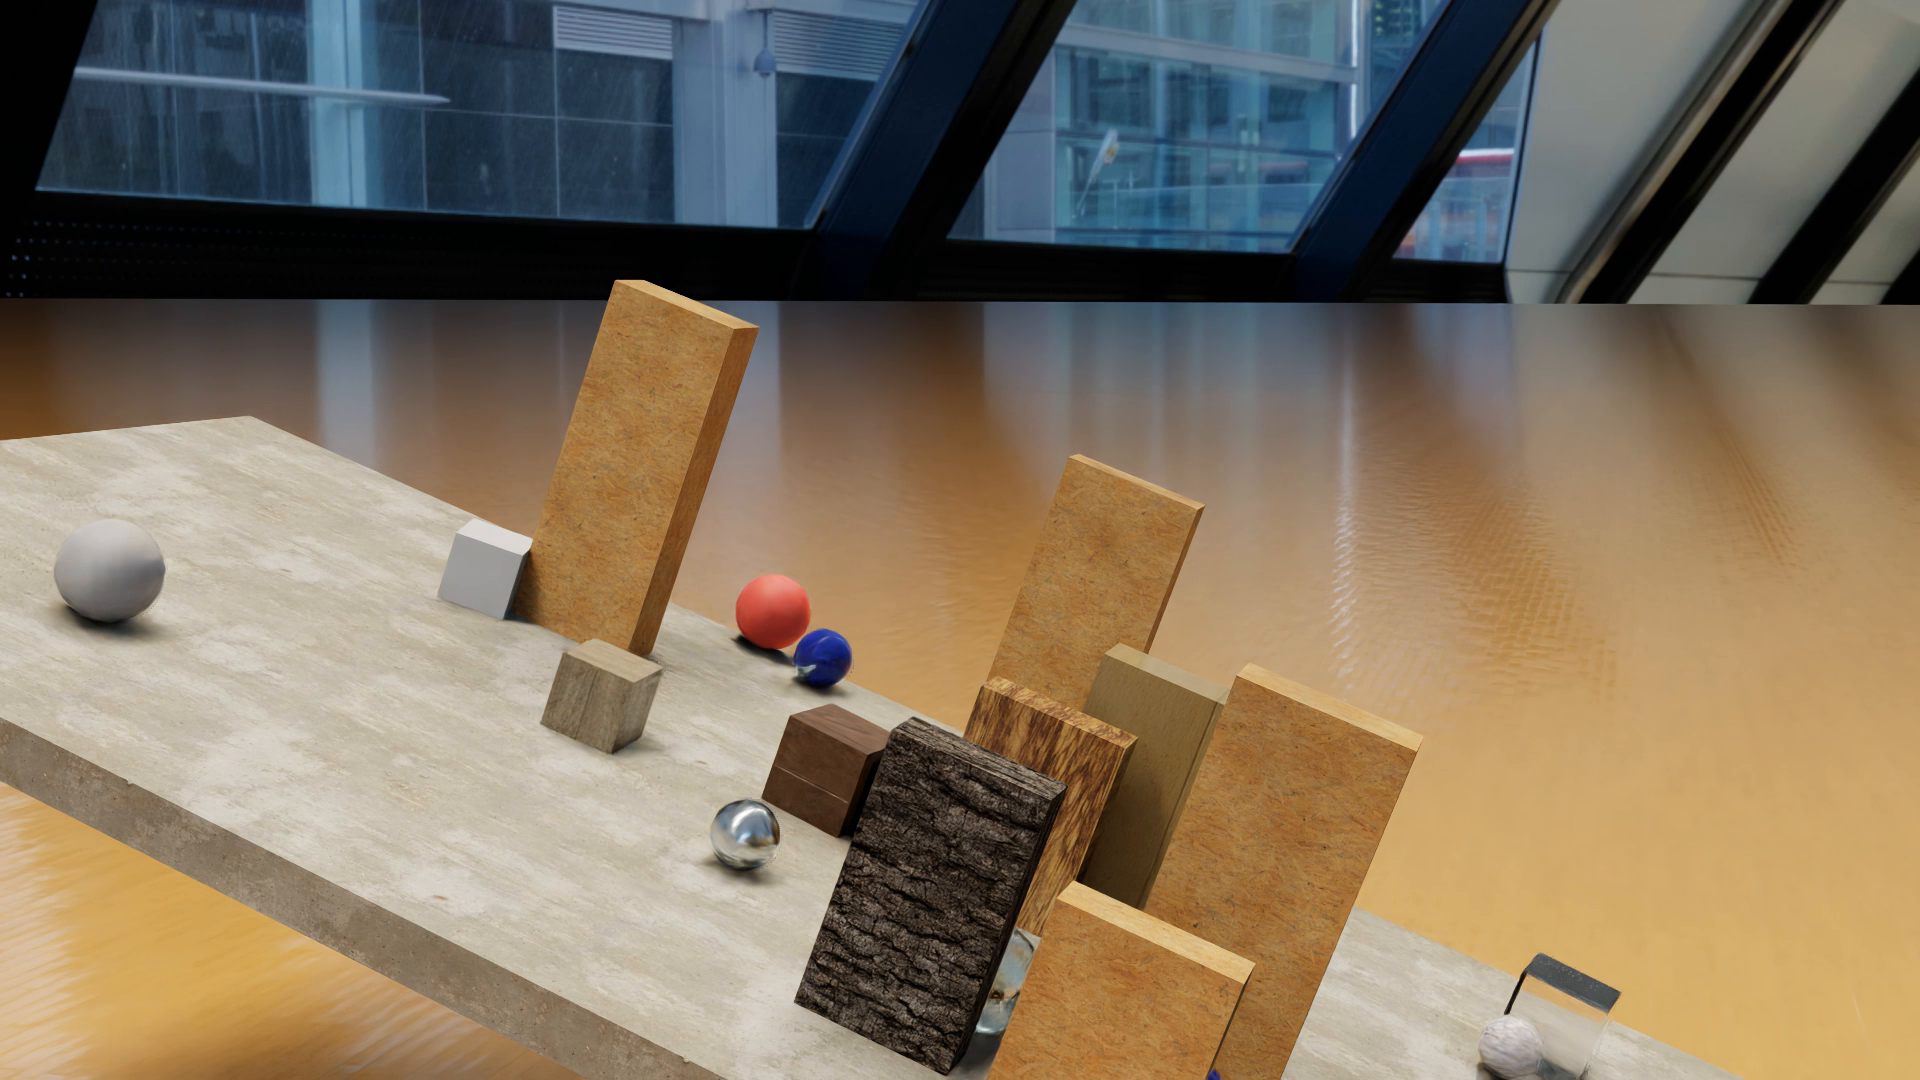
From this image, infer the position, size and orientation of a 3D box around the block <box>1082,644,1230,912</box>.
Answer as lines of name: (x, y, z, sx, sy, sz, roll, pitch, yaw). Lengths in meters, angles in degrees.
block: (0.332, 0.493, 4.266, 0.274, 0.507, 0.133, 23, 13, 13)

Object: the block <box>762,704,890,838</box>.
block: (-0.246, 0.450, 4.318, 0.180, 0.180, 0.180, 25, 13, 21)

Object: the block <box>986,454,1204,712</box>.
block: (0.258, 0.214, 4.800, 0.300, 0.742, 0.086, 23, 13, 13)

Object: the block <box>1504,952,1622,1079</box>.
block: (1.184, 0.956, 4.372, 0.176, 0.176, 0.176, 25, 13, 22)

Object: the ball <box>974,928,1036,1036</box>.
ball: (0.040, 0.715, 3.602, 0.188, 0.188, 0.188, 0, 7, 0)

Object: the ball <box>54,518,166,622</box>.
ball: (-1.541, 0.055, 3.987, 0.188, 0.188, 0.188, 0, 7, 0)

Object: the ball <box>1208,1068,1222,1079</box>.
ball: (0.350, 0.884, 3.465, 0.141, 0.141, 0.141, 0, 7, 0)

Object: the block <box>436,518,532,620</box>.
block: (-1.036, 0.062, 4.828, 0.151, 0.151, 0.151, 19, 12, -2)

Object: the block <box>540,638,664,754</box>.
block: (-0.699, 0.304, 4.302, 0.154, 0.154, 0.154, 22, 13, 10)

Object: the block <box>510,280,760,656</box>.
block: (-0.711, -0.150, 4.790, 0.290, 0.773, 0.142, 23, 13, 13)

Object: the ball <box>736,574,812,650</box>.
ball: (-0.443, 0.170, 5.218, 0.179, 0.179, 0.179, 0, 7, 0)

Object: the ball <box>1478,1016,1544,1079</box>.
ball: (1.057, 0.974, 4.222, 0.122, 0.122, 0.122, 0, 7, 0)

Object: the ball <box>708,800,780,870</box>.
ball: (-0.383, 0.524, 3.910, 0.126, 0.126, 0.126, 0, 7, 0)

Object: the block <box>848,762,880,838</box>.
block: (-0.096, 0.525, 4.288, 0.154, 0.154, 0.154, 25, 13, 21)

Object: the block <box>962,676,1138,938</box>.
block: (0.120, 0.504, 4.136, 0.294, 0.402, 0.105, 23, 13, 13)

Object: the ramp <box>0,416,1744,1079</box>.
ramp: (-0.329, 0.598, 4.208, 4.000, 0.100, 2.000, 23, 13, 13)

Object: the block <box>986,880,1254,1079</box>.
block: (0.212, 0.749, 3.185, 0.288, 0.416, 0.097, 23, 13, 13)

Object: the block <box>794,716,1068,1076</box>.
block: (-0.048, 0.557, 3.455, 0.271, 0.482, 0.106, 23, 13, 13)

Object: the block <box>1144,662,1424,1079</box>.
block: (0.480, 0.590, 3.614, 0.305, 0.704, 0.123, 23, 13, 13)

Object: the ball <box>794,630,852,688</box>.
ball: (-0.316, 0.273, 5.081, 0.134, 0.134, 0.134, 0, 7, 0)
